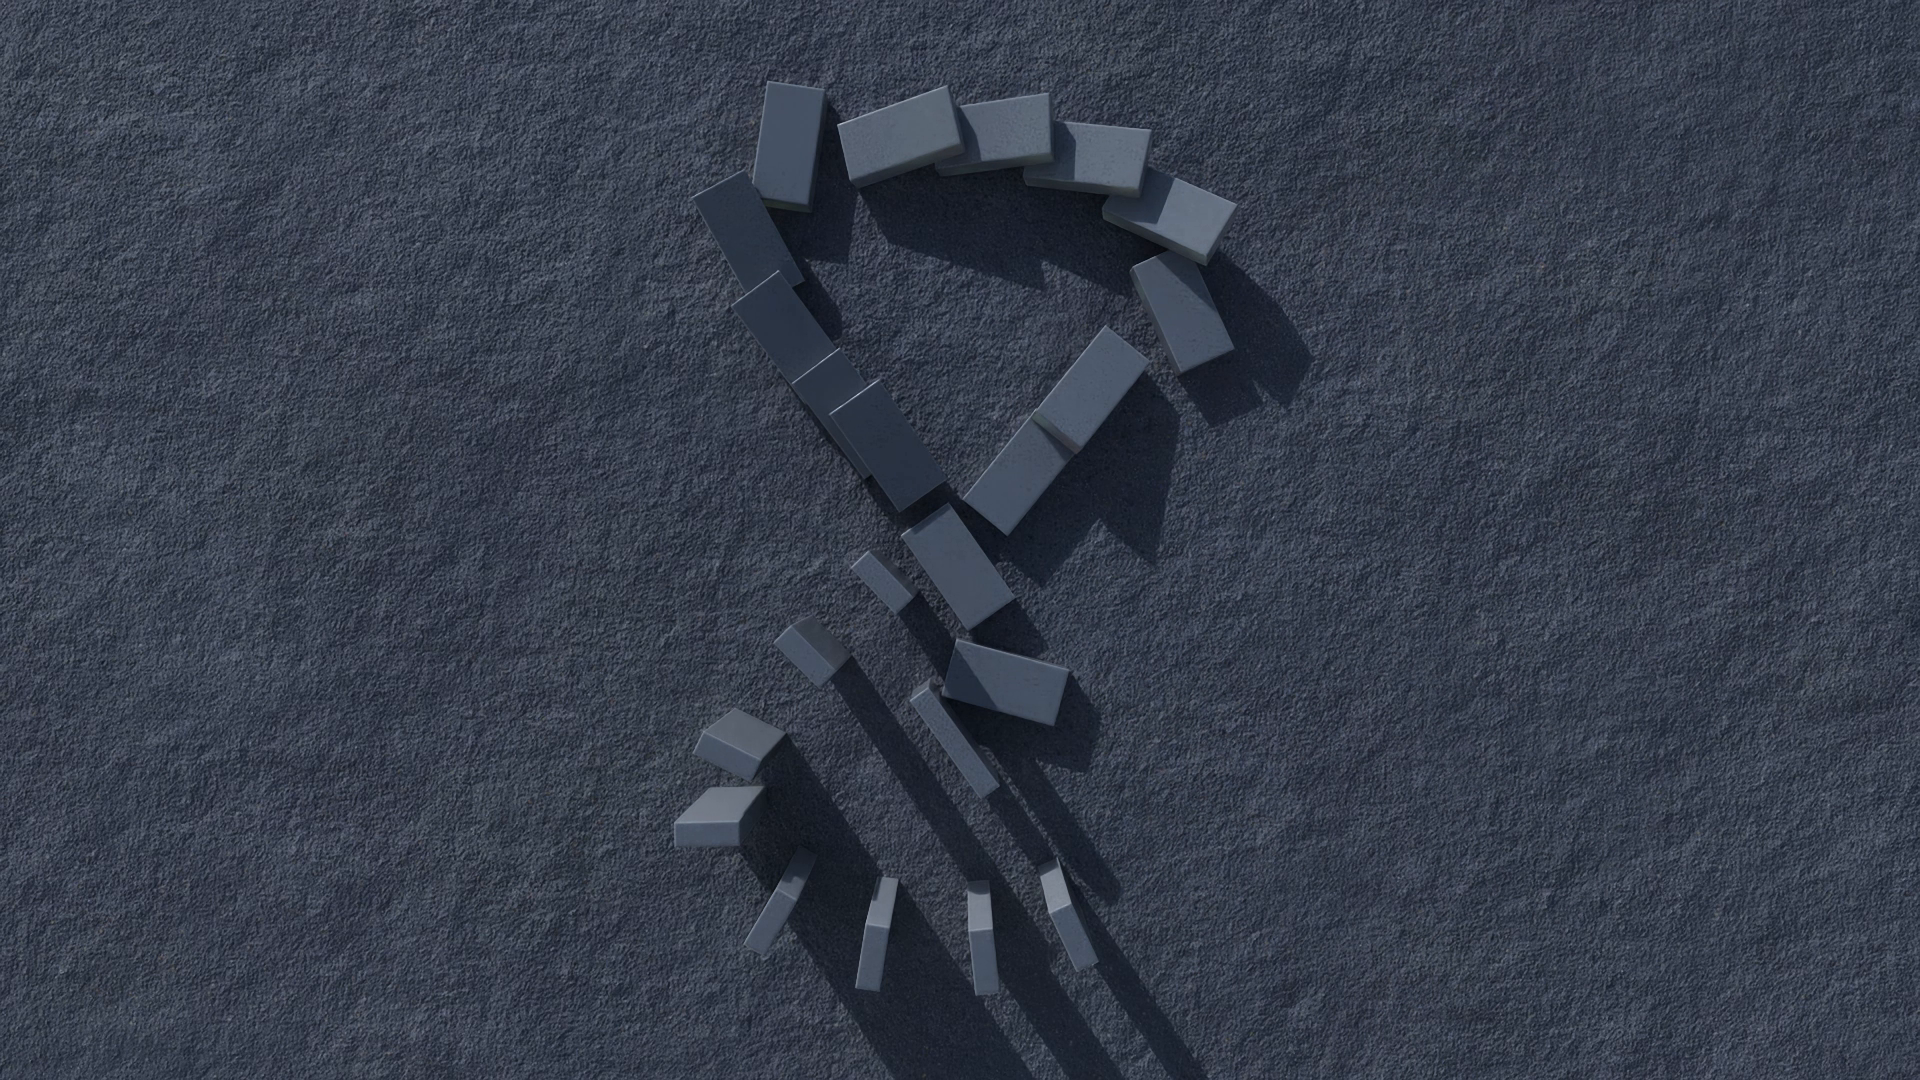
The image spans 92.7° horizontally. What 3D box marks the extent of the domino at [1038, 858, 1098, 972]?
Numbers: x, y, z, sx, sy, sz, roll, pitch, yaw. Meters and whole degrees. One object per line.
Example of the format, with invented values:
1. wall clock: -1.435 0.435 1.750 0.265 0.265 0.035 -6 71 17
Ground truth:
1. domino: 0.044 0.152 0.375 0.010 0.050 0.025 -25 90 0

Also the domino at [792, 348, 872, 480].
1. domino: -0.046 -0.054 0.390 0.025 0.009 0.050 -37 103 0

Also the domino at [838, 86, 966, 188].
1. domino: -0.025 -0.171 0.389 0.050 0.009 0.025 -13 89 14

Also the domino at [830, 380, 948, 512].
1. domino: -0.030 -0.039 0.385 0.025 0.009 0.050 -35 103 0

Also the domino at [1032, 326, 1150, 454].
1. domino: 0.056 -0.064 0.390 0.025 0.009 0.050 39 78 0

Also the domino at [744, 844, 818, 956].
1. domino: -0.072 0.146 0.375 0.010 0.050 0.025 30 90 0

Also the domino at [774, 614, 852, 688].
1. domino: -0.059 0.045 0.375 0.025 0.050 0.009 45 90 0

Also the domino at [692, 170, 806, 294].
1. domino: -0.089 -0.127 0.389 0.025 0.009 0.050 -28 104 0

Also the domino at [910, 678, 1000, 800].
1. domino: -0.002 0.083 0.388 0.010 0.025 0.050 -36 90 0

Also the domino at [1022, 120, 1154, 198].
1. domino: 0.054 -0.162 0.389 0.050 0.009 0.025 12 90 15

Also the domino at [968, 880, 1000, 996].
1. domino: 0.009 0.161 0.375 0.009 0.050 0.025 -6 90 0

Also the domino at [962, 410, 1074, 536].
1. domino: 0.026 -0.029 0.395 0.025 0.010 0.050 39 90 0

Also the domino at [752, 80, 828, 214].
1. domino: -0.073 -0.169 0.395 0.025 0.010 0.050 8 90 0

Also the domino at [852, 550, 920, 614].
1. domino: -0.030 0.016 0.375 0.009 0.050 0.025 -44 90 0

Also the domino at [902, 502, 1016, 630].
1. domino: -0.001 0.011 0.395 0.025 0.009 0.050 -35 90 0

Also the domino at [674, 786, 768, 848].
1. domino: -0.097 0.112 0.375 0.025 0.050 0.009 -1 90 0

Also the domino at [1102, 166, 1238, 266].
1. domino: 0.088 -0.139 0.388 0.050 0.010 0.025 31 89 16

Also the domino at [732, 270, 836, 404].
1. domino: -0.071 -0.086 0.390 0.025 0.009 0.050 -37 103 0

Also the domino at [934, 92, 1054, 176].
1. domino: 0.014 -0.172 0.389 0.050 0.010 0.025 -2 90 14

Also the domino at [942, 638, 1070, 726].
1. domino: 0.019 0.061 0.395 0.050 0.010 0.025 15 90 0

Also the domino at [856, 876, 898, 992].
1. domino: -0.033 0.160 0.375 0.009 0.050 0.025 9 90 0

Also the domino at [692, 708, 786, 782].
1. domino: -0.089 0.083 0.375 0.025 0.050 0.009 26 90 0

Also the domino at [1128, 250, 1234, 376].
1. domino: 0.095 -0.099 0.395 0.025 0.010 0.050 -25 90 0
